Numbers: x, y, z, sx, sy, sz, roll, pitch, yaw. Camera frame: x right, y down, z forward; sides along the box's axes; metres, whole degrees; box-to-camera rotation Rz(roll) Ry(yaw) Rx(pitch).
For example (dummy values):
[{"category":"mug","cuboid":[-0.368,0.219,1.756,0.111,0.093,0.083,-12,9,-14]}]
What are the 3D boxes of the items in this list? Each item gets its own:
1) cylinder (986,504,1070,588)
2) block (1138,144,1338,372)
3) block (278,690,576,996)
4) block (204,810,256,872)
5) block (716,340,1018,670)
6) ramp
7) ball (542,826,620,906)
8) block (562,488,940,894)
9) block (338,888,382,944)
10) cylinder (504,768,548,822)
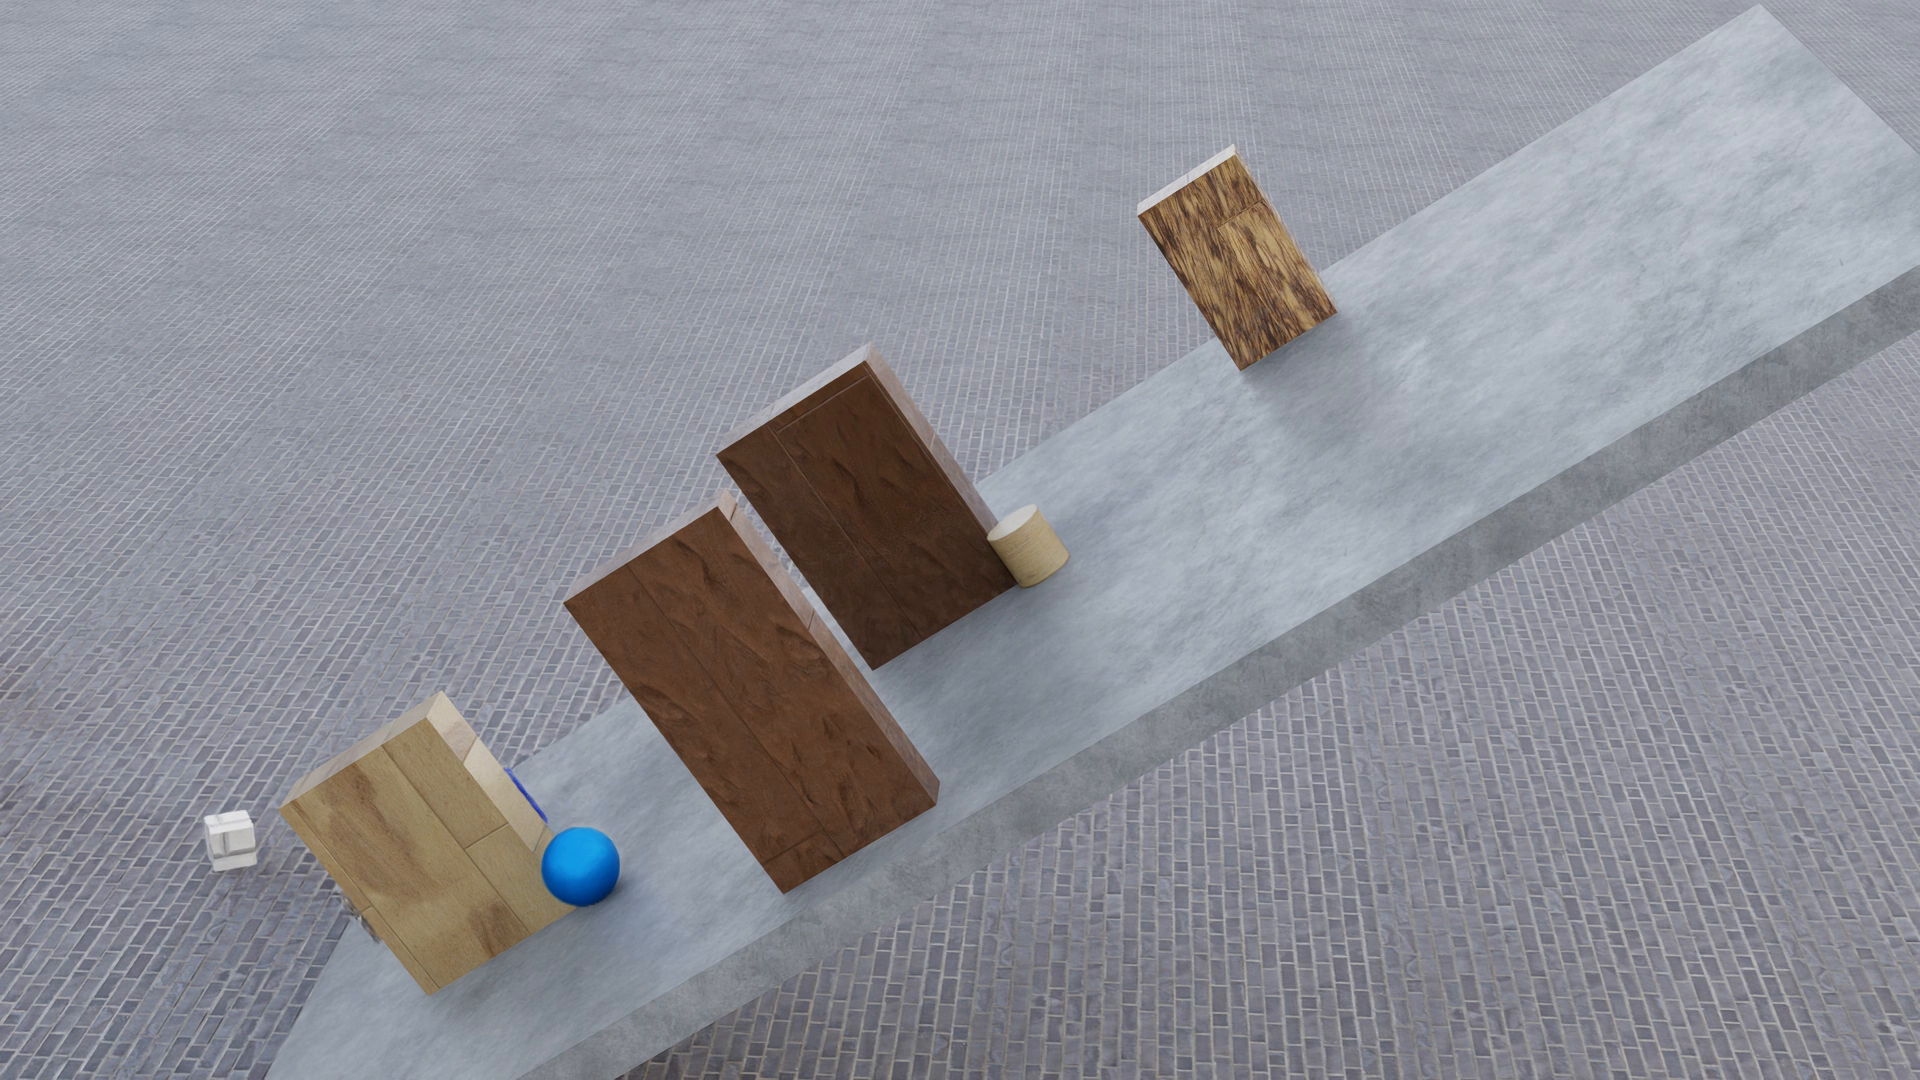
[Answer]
[{"category":"cylinder","cuboid":[0.147,0.014,6.317,0.129,0.129,0.129,-33,15,10]},{"category":"block","cuboid":[0.629,-0.640,6.679,0.258,0.435,0.106,-31,16,14]},{"category":"block","cuboid":[-1.132,0.656,6.342,0.404,0.530,0.142,-31,16,14]},{"category":"block","cuboid":[-1.929,0.794,7.774,0.110,0.110,0.110,-9,22,-21]},{"category":"block","cuboid":[-0.192,-0.071,6.401,0.392,0.597,0.141,-31,16,14]},{"category":"ramp","cuboid":[0.138,0.172,6.299,4.000,0.100,2.000,-31,16,14]},{"category":"ball","cuboid":[-0.803,0.690,6.233,0.166,0.166,0.166,0,21,0]},{"category":"block","cuboid":[-0.385,0.288,5.511,0.353,0.708,0.103,-31,16,14]},{"category":"block","cuboid":[-1.362,0.832,7.023,0.154,0.154,0.154,-32,15,12]},{"category":"cylinder","cuboid":[-1.086,0.648,6.999,0.149,0.149,0.149,-33,15,10]}]
